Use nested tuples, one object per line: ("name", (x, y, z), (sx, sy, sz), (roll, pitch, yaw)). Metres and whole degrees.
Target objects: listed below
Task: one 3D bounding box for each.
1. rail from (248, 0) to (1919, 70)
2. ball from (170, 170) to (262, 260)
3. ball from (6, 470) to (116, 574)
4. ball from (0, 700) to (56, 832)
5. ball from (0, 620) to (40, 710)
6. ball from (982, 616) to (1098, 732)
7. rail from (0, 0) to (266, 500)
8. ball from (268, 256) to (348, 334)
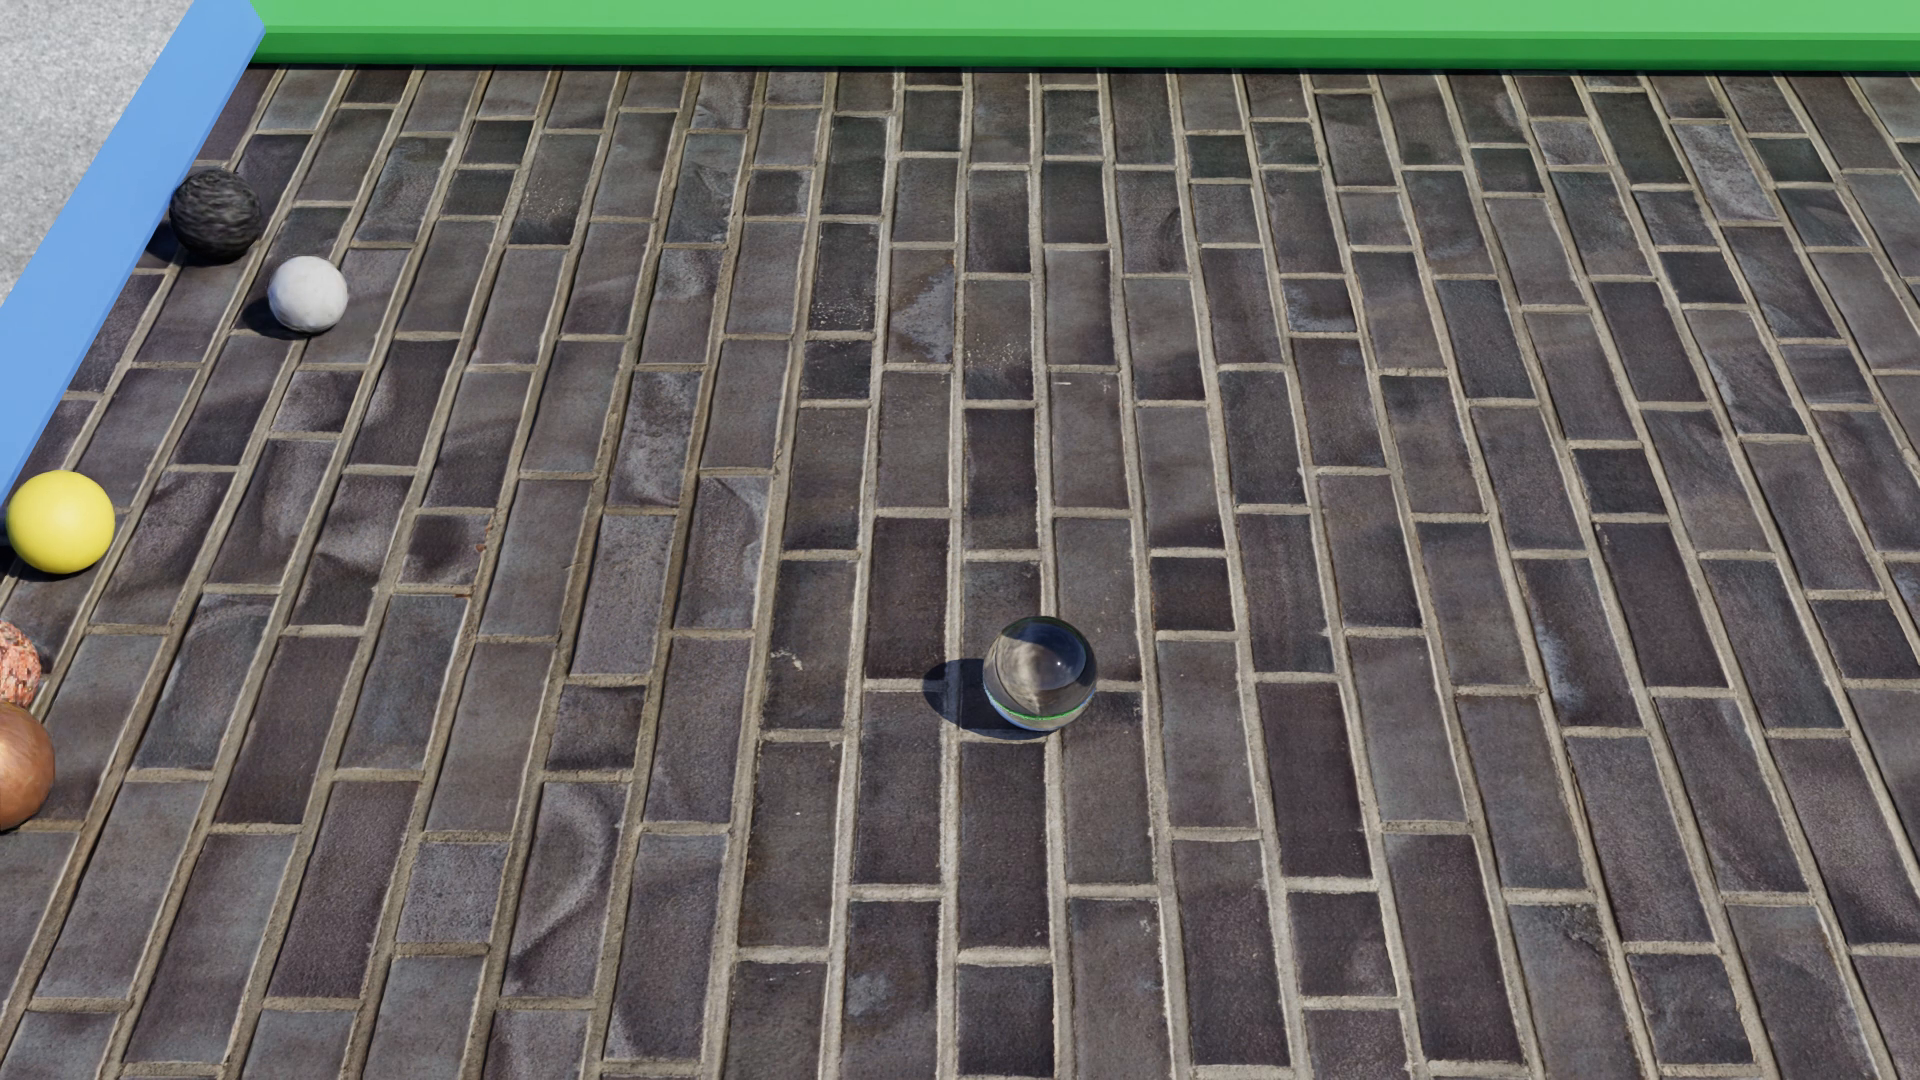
("rail", (0.734, -0.496, 2.478), (2.898, 0.109, 0.045), (0, 35, 1))
("ball", (-0.638, -0.279, 2.200), (0.077, 0.077, 0.077), (0, 35, 0))
("ball", (-0.640, -0.013, 1.825), (0.074, 0.074, 0.074), (0, 35, 0))
("ball", (-0.608, 0.141, 1.599), (0.084, 0.084, 0.084), (0, 35, 0))
("ball", (-0.643, 0.087, 1.685), (0.073, 0.073, 0.073), (0, 35, 0))
("ball", (0.053, 0.087, 1.682), (0.076, 0.076, 0.076), (0, 35, 0))
("rail", (-0.701, -0.019, 1.802), (0.045, 0.109, 1.734), (0, 35, 1))
("ball", (-0.534, -0.201, 2.100), (0.064, 0.064, 0.064), (0, 35, 0))
